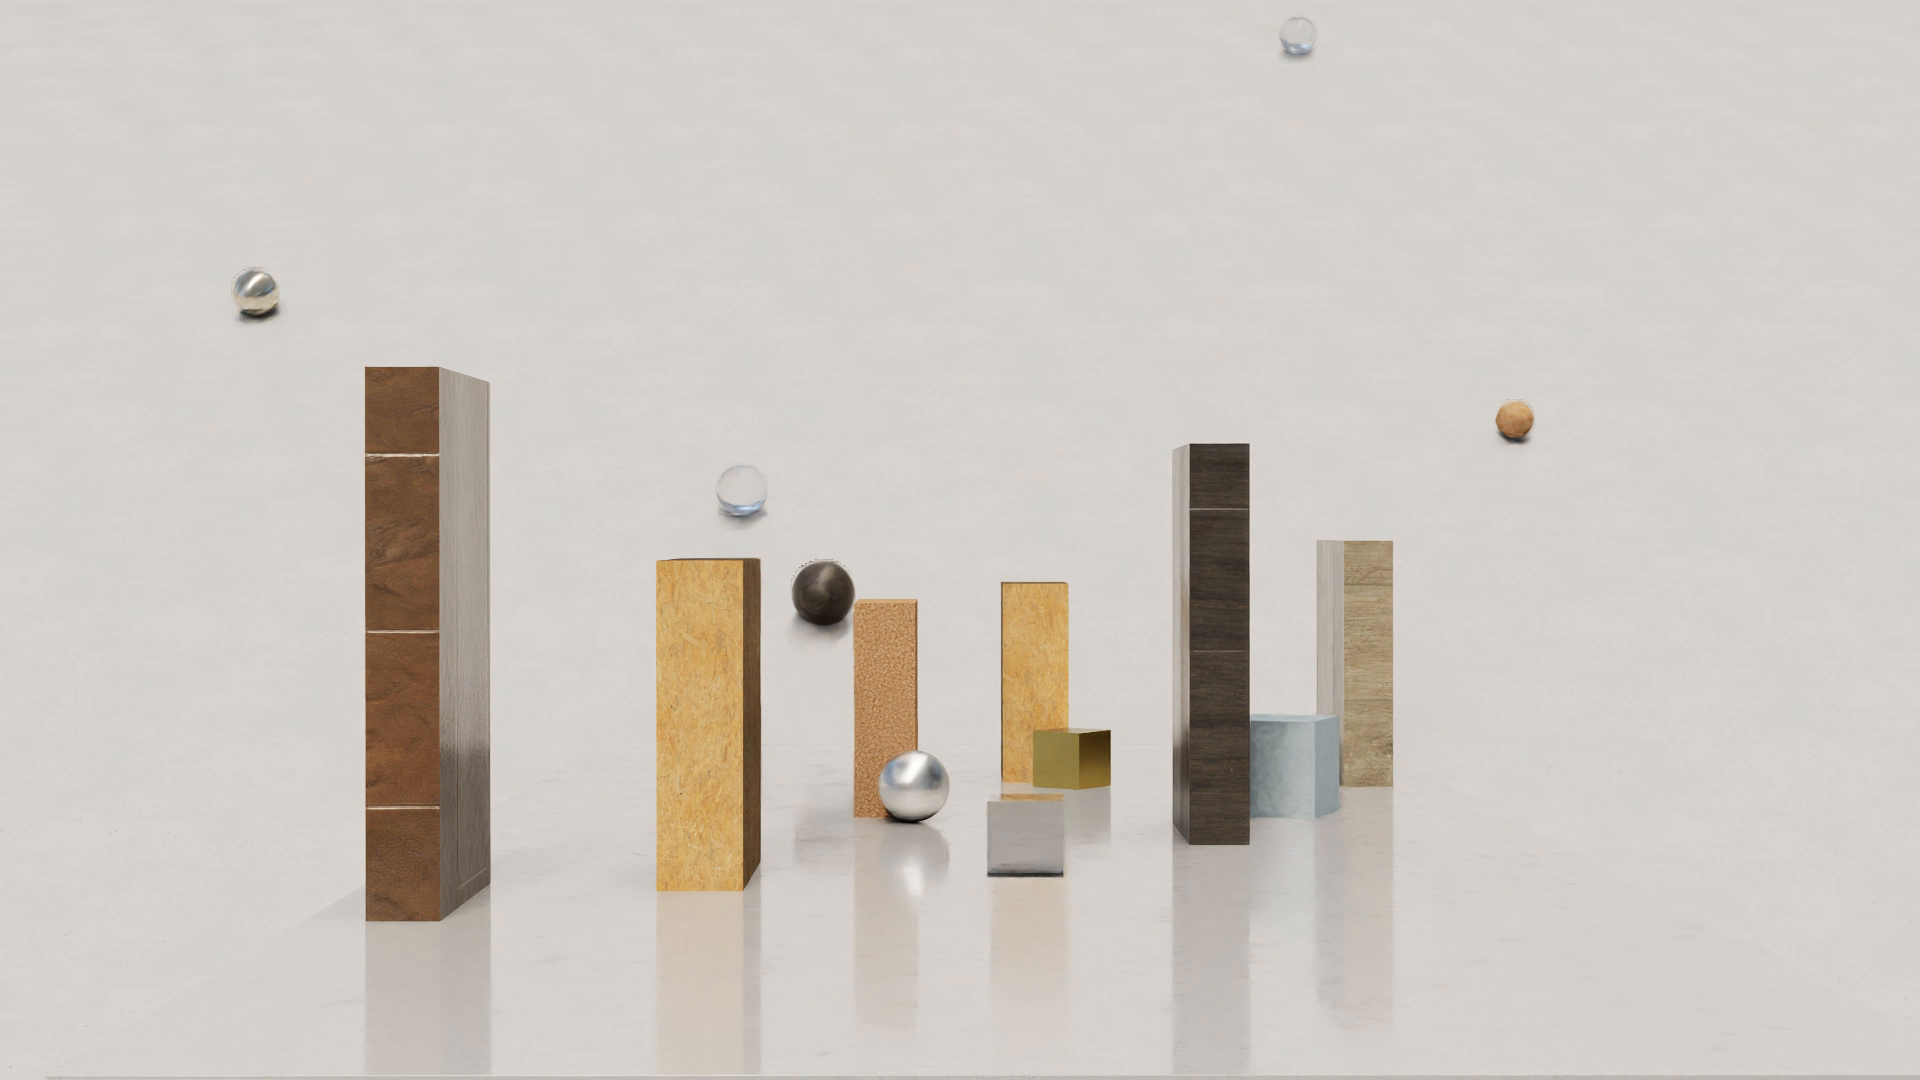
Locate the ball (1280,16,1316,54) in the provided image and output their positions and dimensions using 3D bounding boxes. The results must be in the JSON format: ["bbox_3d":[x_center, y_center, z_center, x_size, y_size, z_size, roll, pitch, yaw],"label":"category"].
[{"bbox_3d":[1.522,-2.270,11.638,0.166,0.166,0.166,0,29,0],"label":"ball"}]

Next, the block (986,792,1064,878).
[{"bbox_3d":[0.107,0.477,4.187,0.124,0.124,0.124,0,0,2],"label":"block"}]

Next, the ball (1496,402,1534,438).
[{"bbox_3d":[1.787,-0.388,8.329,0.119,0.119,0.119,0,29,0],"label":"ball"}]

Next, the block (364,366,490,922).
[{"bbox_3d":[-0.792,0.147,3.870,0.105,0.788,0.399,0,0,0],"label":"block"}]

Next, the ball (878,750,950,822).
[{"bbox_3d":[-0.088,0.468,4.921,0.137,0.137,0.137,0,29,0],"label":"ball"}]

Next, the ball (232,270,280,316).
[{"bbox_3d":[-2.491,-0.875,9.153,0.163,0.163,0.163,0,29,0],"label":"ball"}]

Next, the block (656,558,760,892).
[{"bbox_3d":[-0.400,0.285,4.157,0.133,0.508,0.361,0,0,0],"label":"block"}]

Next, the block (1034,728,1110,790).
[{"bbox_3d":[0.243,0.473,5.602,0.121,0.121,0.121,0,0,38],"label":"block"}]

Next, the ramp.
[{"bbox_3d":[0.066,0.587,4.637,2.000,0.100,4.000,0,0,0],"label":"ramp"}]

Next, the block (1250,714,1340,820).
[{"bbox_3d":[0.631,0.442,5.081,0.186,0.186,0.186,0,0,23],"label":"block"}]

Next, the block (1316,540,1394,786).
[{"bbox_3d":[0.882,0.266,5.798,0.106,0.531,0.431,0,0,0],"label":"block"}]

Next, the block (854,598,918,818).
[{"bbox_3d":[-0.145,0.328,5.149,0.118,0.414,0.320,0,0,0],"label":"block"}]

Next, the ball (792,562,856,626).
[{"bbox_3d":[-0.386,0.151,7.305,0.181,0.181,0.181,0,29,0],"label":"ball"}]

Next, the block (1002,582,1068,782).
[{"bbox_3d":[0.166,0.314,5.806,0.145,0.436,0.240,0,0,0],"label":"block"}]

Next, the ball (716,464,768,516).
[{"bbox_3d":[-0.664,-0.153,7.874,0.155,0.155,0.155,0,29,0],"label":"ball"}]

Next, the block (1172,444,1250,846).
[{"bbox_3d":[0.457,0.183,4.731,0.106,0.707,0.360,0,0,0],"label":"block"}]
